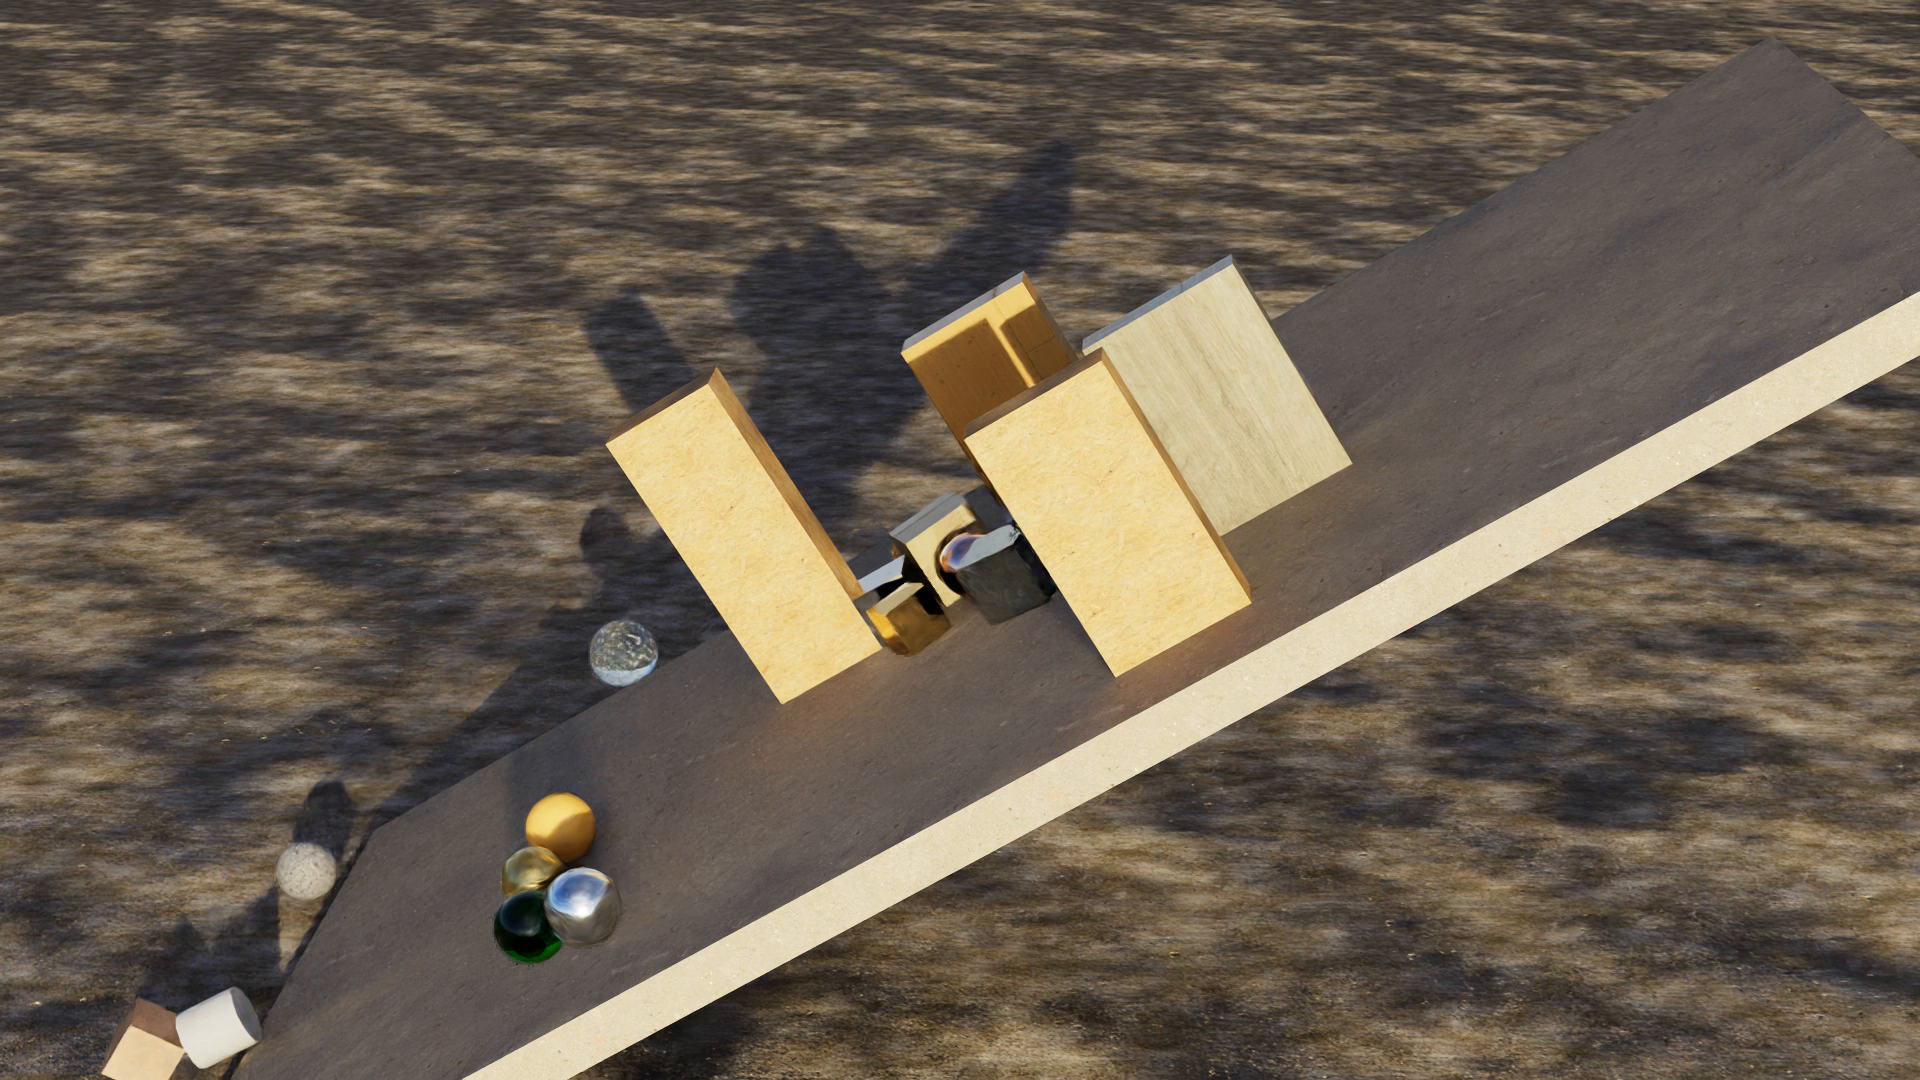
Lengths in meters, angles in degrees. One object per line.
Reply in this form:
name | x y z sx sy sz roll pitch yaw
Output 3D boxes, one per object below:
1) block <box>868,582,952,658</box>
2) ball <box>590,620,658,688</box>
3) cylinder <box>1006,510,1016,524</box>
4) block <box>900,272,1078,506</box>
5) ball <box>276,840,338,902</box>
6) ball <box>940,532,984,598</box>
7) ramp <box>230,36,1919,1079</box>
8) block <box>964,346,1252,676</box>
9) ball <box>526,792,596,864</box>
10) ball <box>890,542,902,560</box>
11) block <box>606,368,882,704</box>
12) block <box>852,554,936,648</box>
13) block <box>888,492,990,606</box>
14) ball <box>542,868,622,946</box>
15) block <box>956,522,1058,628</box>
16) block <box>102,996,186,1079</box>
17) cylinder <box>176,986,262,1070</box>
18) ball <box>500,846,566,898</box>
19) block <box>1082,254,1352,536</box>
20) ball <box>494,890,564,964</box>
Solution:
block | -0.109 0.171 6.379 0.113 0.113 0.113 -37 15 -16
ball | -0.861 0.290 7.520 0.175 0.175 0.175 0 19 0
cylinder | 0.177 -0.034 6.437 0.118 0.118 0.118 -7 7 -19
block | 0.121 -0.357 6.953 0.333 0.439 0.107 -29 15 13
ball | -1.636 0.828 7.364 0.151 0.151 0.151 0 19 0
ball | 0.027 0.055 6.406 0.145 0.145 0.145 0 19 0
ramp | 0.141 0.169 6.289 4.000 0.100 2.000 -29 15 13
block | 0.276 -0.049 5.446 0.292 0.541 0.097 -29 15 13
ball | -0.870 0.628 6.408 0.155 0.155 0.155 0 19 0
ball | -0.098 0.020 6.815 0.126 0.126 0.126 0 19 0
block | -0.467 -0.007 6.517 0.267 0.708 0.137 -29 15 13
block | -0.147 0.135 6.540 0.129 0.129 0.129 -29 15 13
block | -0.027 0.019 6.585 0.171 0.171 0.171 -35 15 -8
ball | -0.750 0.728 5.838 0.156 0.156 0.156 0 19 0
block | 0.110 0.064 6.202 0.147 0.147 0.147 -25 17 28
block | -1.814 1.132 6.568 0.134 0.134 0.134 29 13 -16
cylinder | -1.654 1.088 6.564 0.138 0.138 0.138 -27 21 0
ball | -0.900 0.717 6.218 0.139 0.139 0.139 0 19 0
block | 0.509 -0.275 5.822 0.339 0.471 0.081 -29 15 13
ball | -0.864 0.779 5.926 0.149 0.149 0.149 0 19 0
